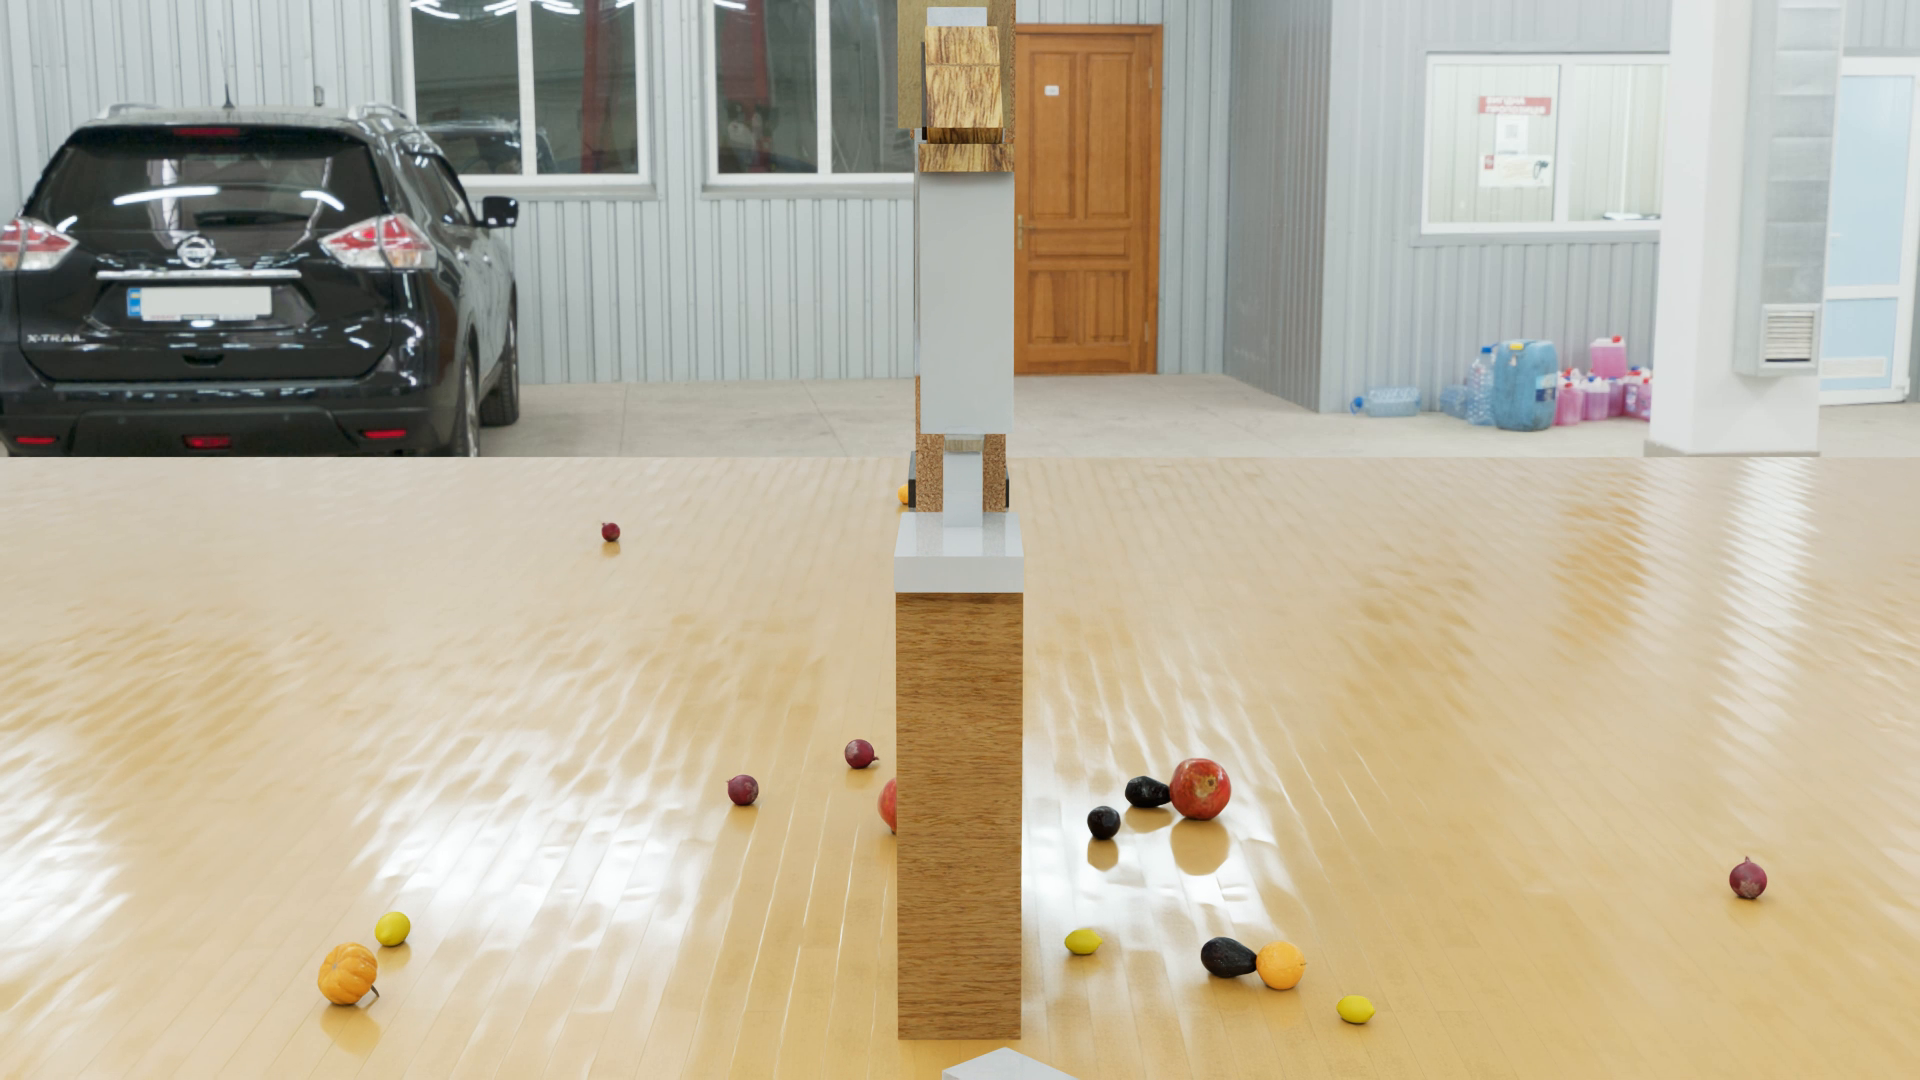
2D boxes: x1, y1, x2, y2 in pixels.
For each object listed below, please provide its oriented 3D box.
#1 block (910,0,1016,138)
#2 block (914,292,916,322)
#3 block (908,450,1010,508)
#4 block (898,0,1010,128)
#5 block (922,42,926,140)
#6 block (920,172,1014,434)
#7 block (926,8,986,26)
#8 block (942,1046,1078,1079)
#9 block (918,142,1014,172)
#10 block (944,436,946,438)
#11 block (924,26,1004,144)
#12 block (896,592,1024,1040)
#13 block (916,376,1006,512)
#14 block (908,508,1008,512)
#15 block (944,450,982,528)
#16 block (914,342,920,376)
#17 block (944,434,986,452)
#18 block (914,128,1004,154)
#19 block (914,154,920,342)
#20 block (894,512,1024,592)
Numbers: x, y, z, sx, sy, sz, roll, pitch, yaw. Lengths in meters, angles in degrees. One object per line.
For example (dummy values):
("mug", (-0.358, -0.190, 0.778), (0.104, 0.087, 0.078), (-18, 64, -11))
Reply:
("block", (0.004, -0.840, 3.599), (0.172, 0.361, 0.049), (0, 11, -1))
("block", (-0.006, -0.491, 3.579), (0.136, 0.273, 0.039), (-1, 11, -4))
("block", (-0.003, -0.110, 3.899), (0.172, 0.049, 0.344), (0, 11, 0))
("block", (-0.009, -0.807, 3.379), (0.172, 0.345, 0.049), (0, 11, -1))
("block", (-0.011, -0.657, 3.212), (0.090, 0.026, 0.181), (0, 54, -1))
("block", (0.010, -0.339, 3.141), (0.133, 0.372, 0.038), (0, 11, 0))
("block", (-0.005, -0.715, 3.332), (0.090, 0.181, 0.026), (0, -6, -1))
("block", (0.139, 0.733, 2.811), (0.115, 0.033, 0.357), (-9, 14, -41))
("block", (0.006, -0.556, 3.186), (0.133, 0.038, 0.266), (0, 11, -2))
("block", (0.000, -0.143, 3.265), (0.046, 0.013, 0.092), (0, 11, -1))
("block", (0.004, -0.659, 3.178), (0.107, 0.030, 0.214), (0, 54, -2))
("block", (-0.001, 0.377, 3.043), (0.172, 0.647, 0.049), (0, 11, 0))
("block", (0.001, -0.103, 3.373), (0.137, 0.308, 0.039), (0, 11, 0))
("block", (-0.003, 0.104, 3.822), (0.172, 0.344, 0.049), (0, 11, 0))
("block", (0.004, -0.075, 3.132), (0.056, 0.112, 0.016), (0, 11, 0))
("block", (0.000, -0.291, 3.430), (0.137, 0.039, 0.274), (0, 11, 0))
("block", (0.008, -0.144, 3.154), (0.056, 0.016, 0.112), (0, 11, 2))
("block", (-0.003, -0.628, 3.463), (0.136, 0.039, 0.273), (0, 11, -1))
("block", (-0.001, -0.451, 3.402), (0.136, 0.287, 0.039), (0, 10, -2))
("block", (-0.001, 0.014, 3.092), (0.172, 0.049, 0.345), (0, 11, 0))
